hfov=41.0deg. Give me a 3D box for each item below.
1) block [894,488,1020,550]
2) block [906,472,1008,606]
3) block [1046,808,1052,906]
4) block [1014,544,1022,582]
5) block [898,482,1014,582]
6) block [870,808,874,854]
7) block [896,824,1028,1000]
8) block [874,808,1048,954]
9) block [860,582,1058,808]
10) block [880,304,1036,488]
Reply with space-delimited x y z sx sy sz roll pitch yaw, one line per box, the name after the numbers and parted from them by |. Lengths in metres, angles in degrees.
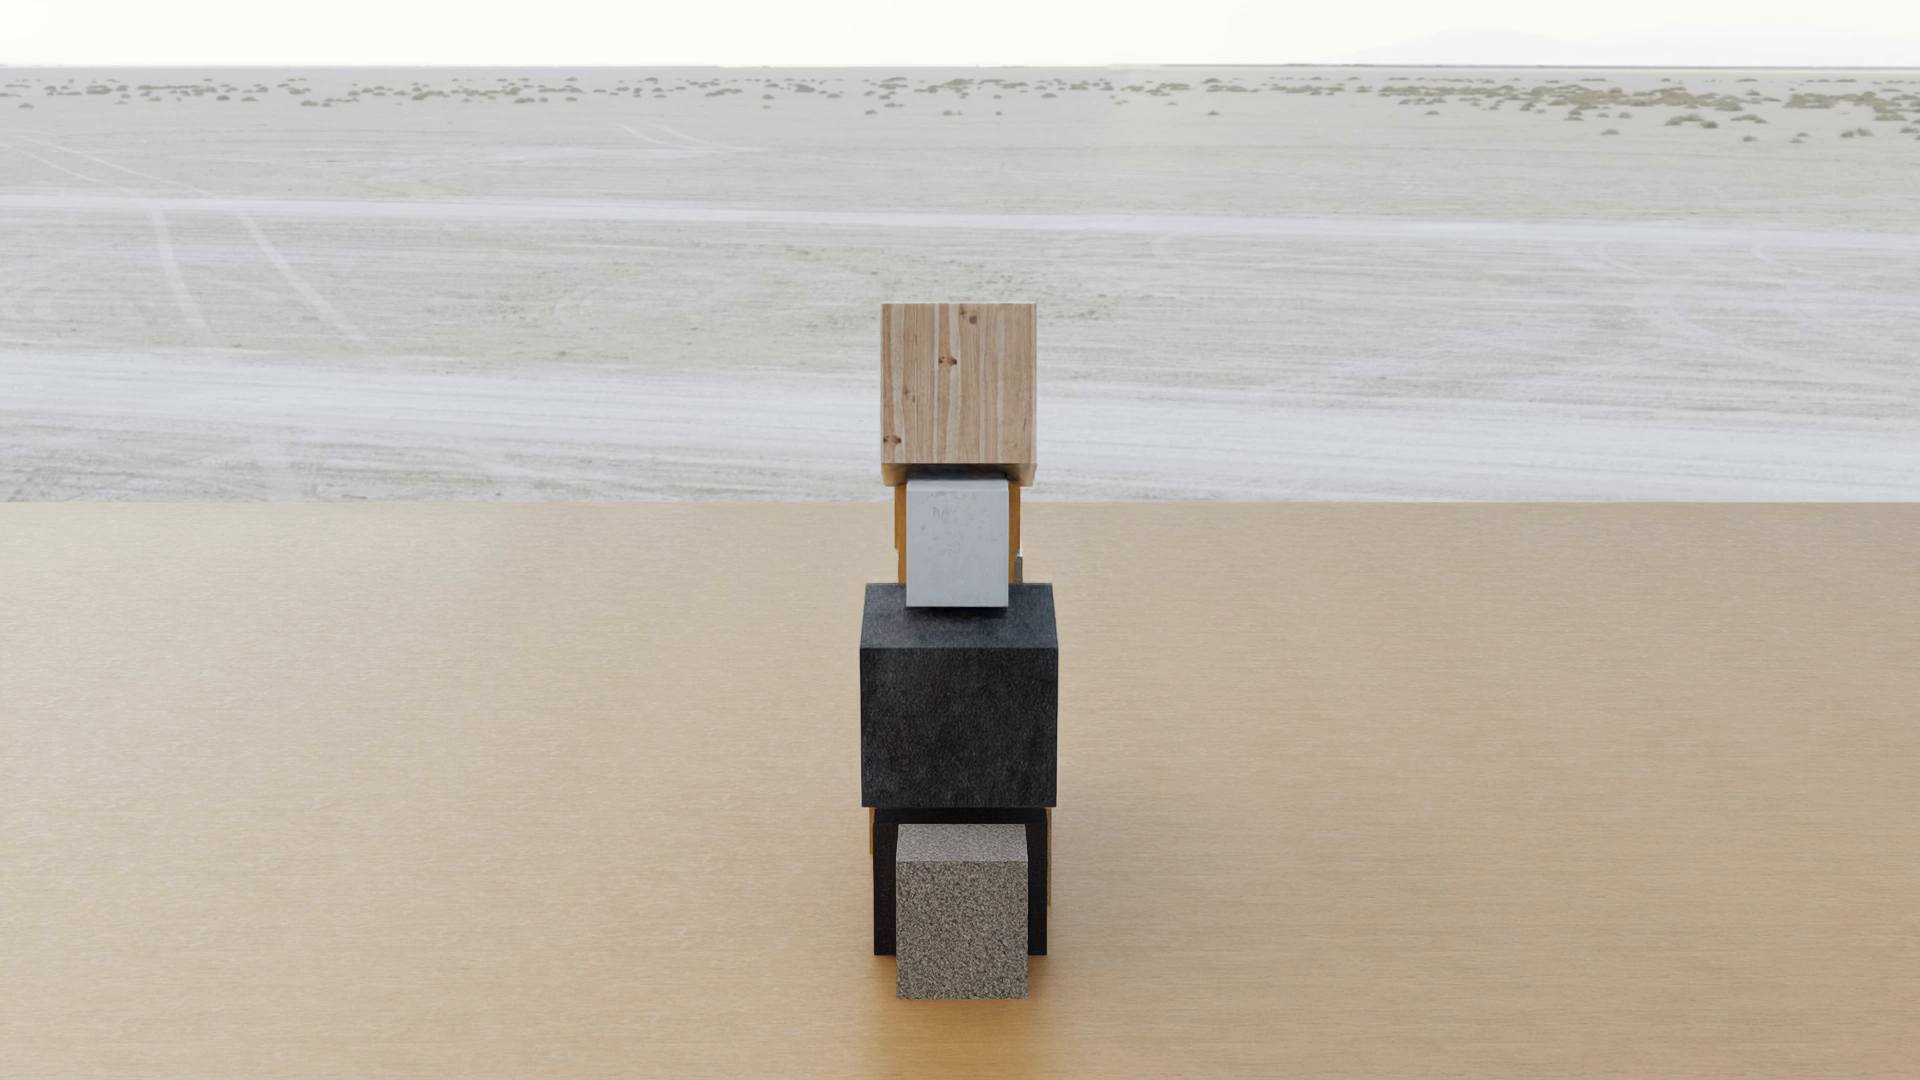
-0.012 -0.268 11.759 0.563 0.515 0.617 0 10 0 | block
-0.010 -0.007 10.356 0.404 0.466 0.447 0 11 0 | block
0.011 1.130 11.253 0.756 0.751 0.730 0 10 0 | block
0.001 0.304 11.659 0.551 0.575 0.570 0 10 0 | block
-0.016 -0.007 10.861 0.481 0.416 0.406 0 -7 0 | block
-0.017 0.952 12.017 0.789 0.828 0.818 0 10 0 | block
0.008 1.450 10.053 0.503 0.551 0.491 0 10 0 | block
0.001 1.349 10.603 0.698 0.553 0.606 0 10 0 | block
-0.004 0.617 10.395 0.771 0.679 0.738 0 19 0 | block
-0.007 -0.592 10.671 0.632 0.658 0.634 0 -8 0 | block
